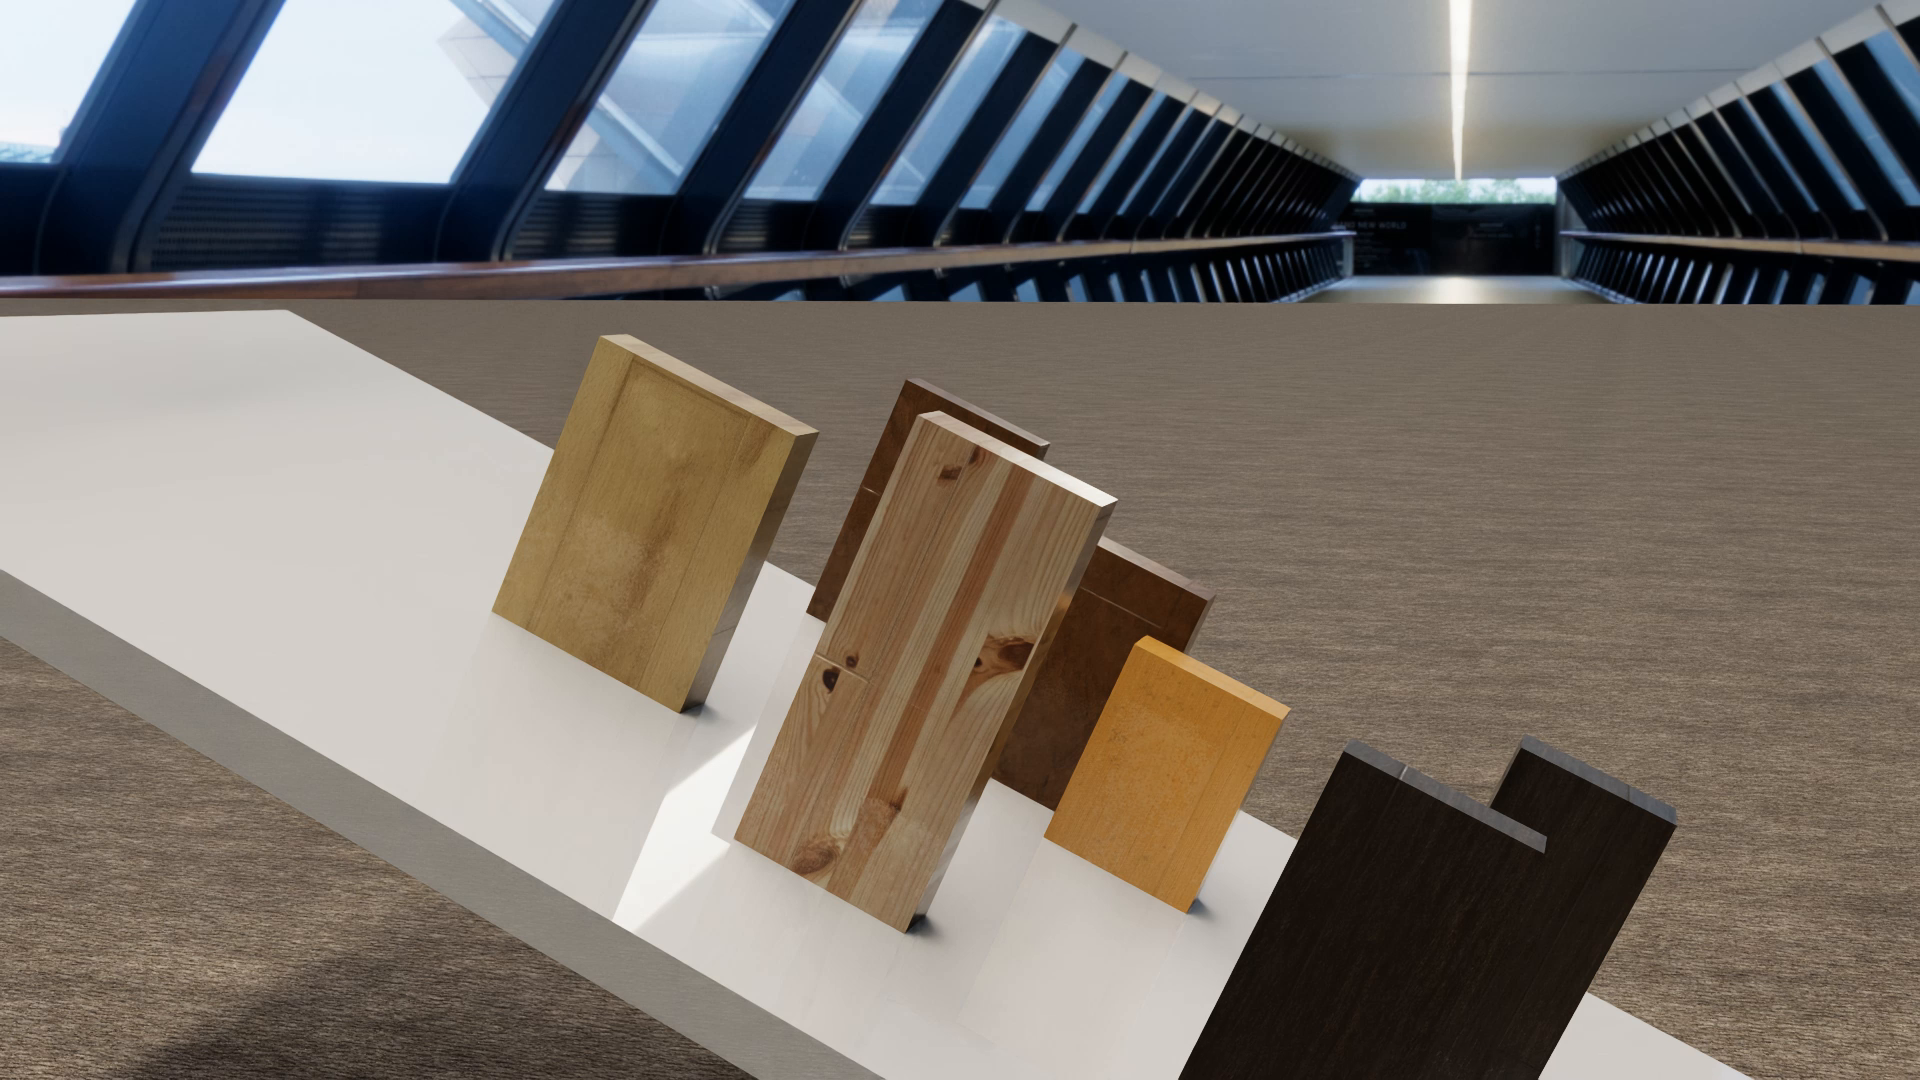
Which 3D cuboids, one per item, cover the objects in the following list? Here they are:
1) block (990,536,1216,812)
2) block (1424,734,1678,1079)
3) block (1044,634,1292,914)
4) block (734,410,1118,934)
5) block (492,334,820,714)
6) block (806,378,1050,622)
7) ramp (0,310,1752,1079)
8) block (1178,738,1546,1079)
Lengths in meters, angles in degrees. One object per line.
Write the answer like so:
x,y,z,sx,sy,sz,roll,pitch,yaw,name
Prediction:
0.243,0.272,4.443,0.347,0.531,0.104,27,14,12,block
0.859,0.687,3.518,0.258,0.707,0.114,27,14,12,block
0.399,0.450,4.247,0.312,0.428,0.113,27,14,12,block
-0.062,0.216,3.587,0.330,0.781,0.115,27,14,12,block
-0.574,-0.033,4.117,0.424,0.574,0.118,27,14,12,block
-0.075,-0.025,4.929,0.338,0.584,0.087,27,14,12,block
-0.272,0.466,4.175,4.000,0.100,2.000,27,14,12,ramp
0.517,0.656,3.055,0.292,0.703,0.091,27,14,12,block
